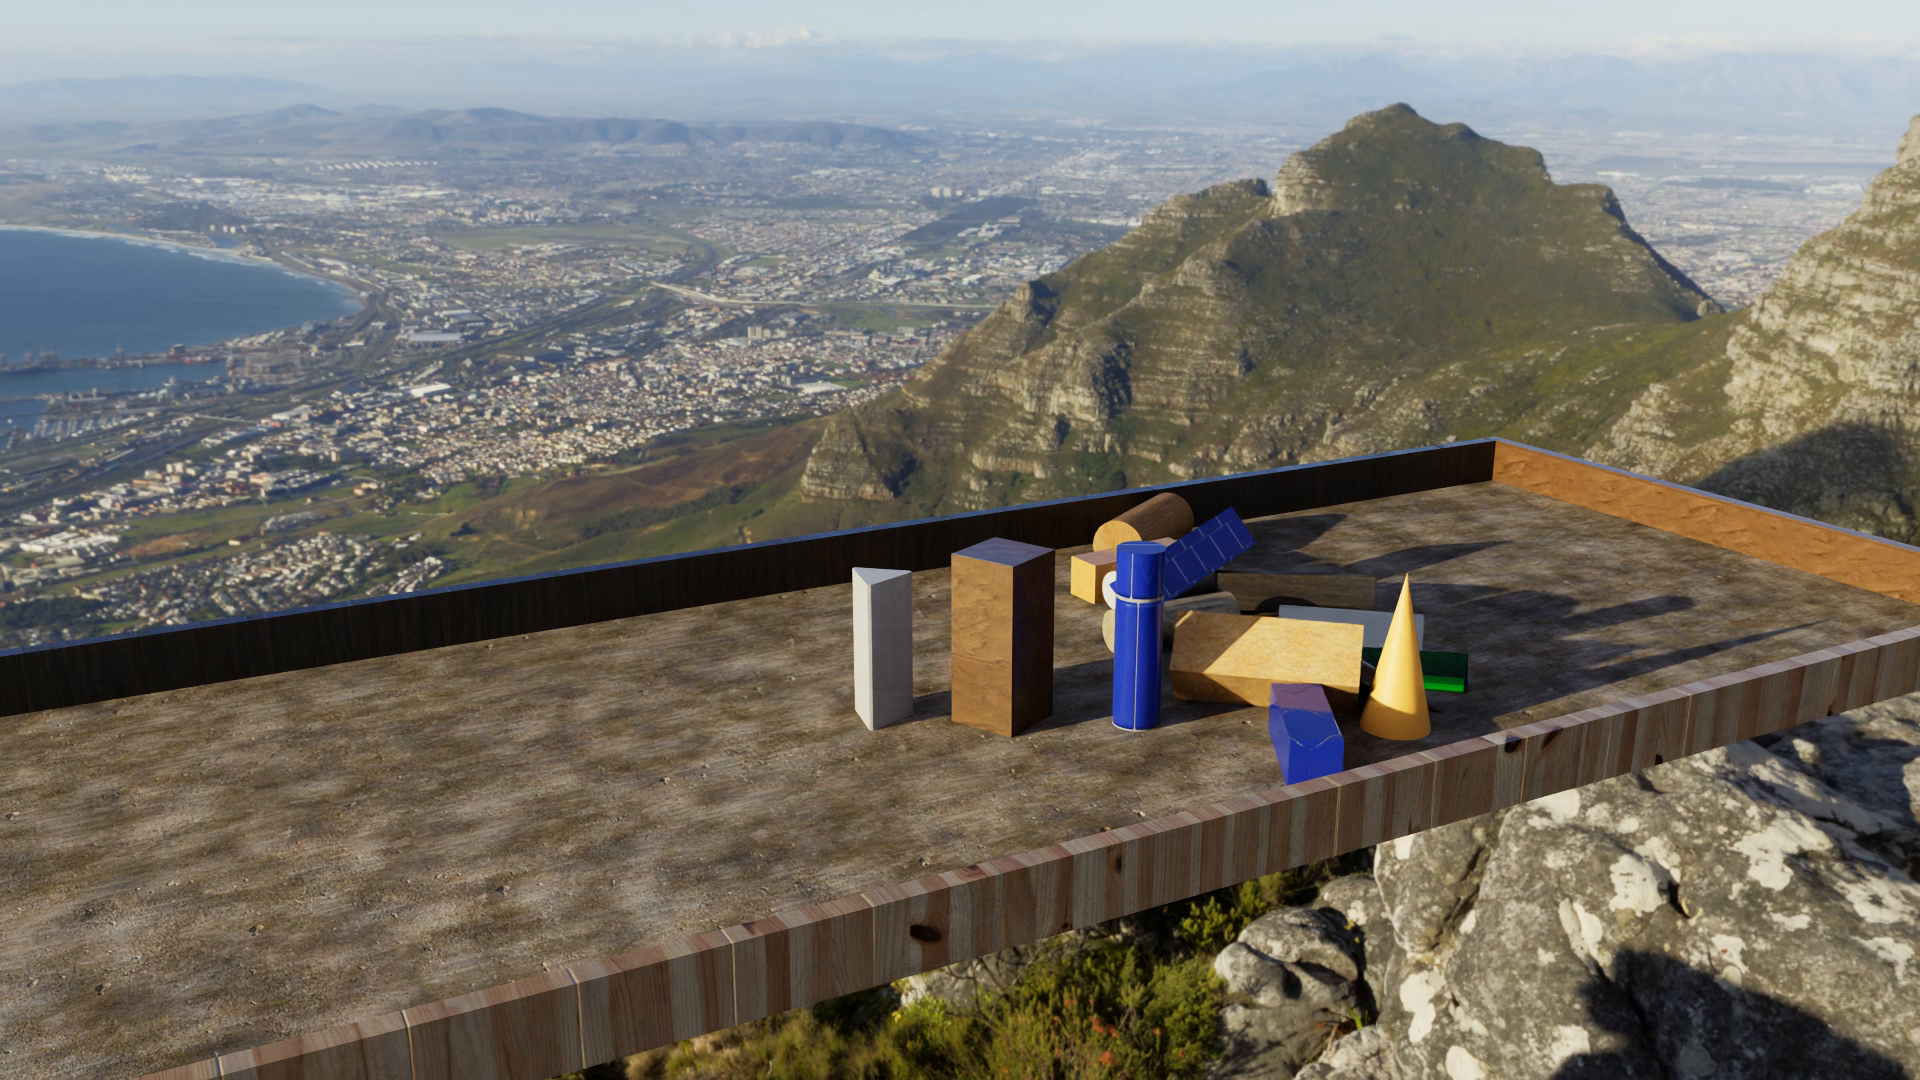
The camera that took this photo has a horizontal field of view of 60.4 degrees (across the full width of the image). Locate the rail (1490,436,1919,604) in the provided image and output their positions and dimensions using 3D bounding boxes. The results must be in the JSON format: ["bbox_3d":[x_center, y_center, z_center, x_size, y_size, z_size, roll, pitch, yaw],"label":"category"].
[{"bbox_3d":[2.466,-0.048,5.253,0.050,0.150,2.100,-9,18,-27],"label":"rail"}]

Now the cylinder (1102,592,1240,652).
[{"bbox_3d":[0.566,0.219,4.403,0.362,0.117,0.117,-8,18,-25],"label":"cylinder"}]

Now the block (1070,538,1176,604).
[{"bbox_3d":[0.508,0.088,4.852,0.362,0.115,0.115,-10,19,-31],"label":"block"}]

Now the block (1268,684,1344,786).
[{"bbox_3d":[0.768,0.434,3.675,0.114,0.114,0.332,1,16,3],"label":"block"}]

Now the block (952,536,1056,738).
[{"bbox_3d":[0.101,0.224,3.860,0.172,0.412,0.172,12,20,35],"label":"block"}]

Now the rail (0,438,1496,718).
[{"bbox_3d":[-3.305,0.497,3.399,12.000,0.150,0.050,-9,18,-27],"label":"rail"}]

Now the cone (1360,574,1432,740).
[{"bbox_3d":[1.020,0.256,3.814,0.163,0.378,0.163,0,16,0],"label":"cone"}]

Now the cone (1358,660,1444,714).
[{"bbox_3d":[0.990,0.345,4.035,0.412,0.166,0.166,22,25,27],"label":"cone"}]

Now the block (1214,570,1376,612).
[{"bbox_3d":[0.939,0.145,4.644,0.433,0.103,0.103,1,4,5],"label":"block"}]

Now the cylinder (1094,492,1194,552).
[{"bbox_3d":[0.575,-0.023,5.136,0.169,0.169,0.383,9,19,29],"label":"cylinder"}]

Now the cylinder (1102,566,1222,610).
[{"bbox_3d":[0.587,0.115,4.761,0.364,0.115,0.115,-11,20,-34],"label":"cylinder"}]

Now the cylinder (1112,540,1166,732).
[{"bbox_3d":[0.415,0.224,3.831,0.112,0.430,0.112,0,16,0],"label":"cylinder"}]

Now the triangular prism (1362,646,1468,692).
[{"bbox_3d":[1.095,0.312,4.136,0.340,0.083,0.096,4,17,12],"label":"triangular prism"}]

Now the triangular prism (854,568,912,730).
[{"bbox_3d":[-0.205,0.247,3.881,0.121,0.356,0.140,14,22,40],"label":"triangular prism"}]

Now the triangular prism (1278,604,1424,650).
[{"bbox_3d":[1.030,0.234,4.357,0.371,0.107,0.124,4,17,12],"label":"triangular prism"}]

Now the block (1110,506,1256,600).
[{"bbox_3d":[0.632,0.066,4.659,0.442,0.127,0.127,-29,-6,-37],"label":"block"}]

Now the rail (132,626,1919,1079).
[{"bbox_3d":[-2.336,1.006,1.665,12.000,0.150,0.050,-9,18,-27],"label":"rail"}]

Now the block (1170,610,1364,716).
[{"bbox_3d":[0.735,0.294,3.952,0.437,0.161,0.161,4,61,14],"label":"block"}]
